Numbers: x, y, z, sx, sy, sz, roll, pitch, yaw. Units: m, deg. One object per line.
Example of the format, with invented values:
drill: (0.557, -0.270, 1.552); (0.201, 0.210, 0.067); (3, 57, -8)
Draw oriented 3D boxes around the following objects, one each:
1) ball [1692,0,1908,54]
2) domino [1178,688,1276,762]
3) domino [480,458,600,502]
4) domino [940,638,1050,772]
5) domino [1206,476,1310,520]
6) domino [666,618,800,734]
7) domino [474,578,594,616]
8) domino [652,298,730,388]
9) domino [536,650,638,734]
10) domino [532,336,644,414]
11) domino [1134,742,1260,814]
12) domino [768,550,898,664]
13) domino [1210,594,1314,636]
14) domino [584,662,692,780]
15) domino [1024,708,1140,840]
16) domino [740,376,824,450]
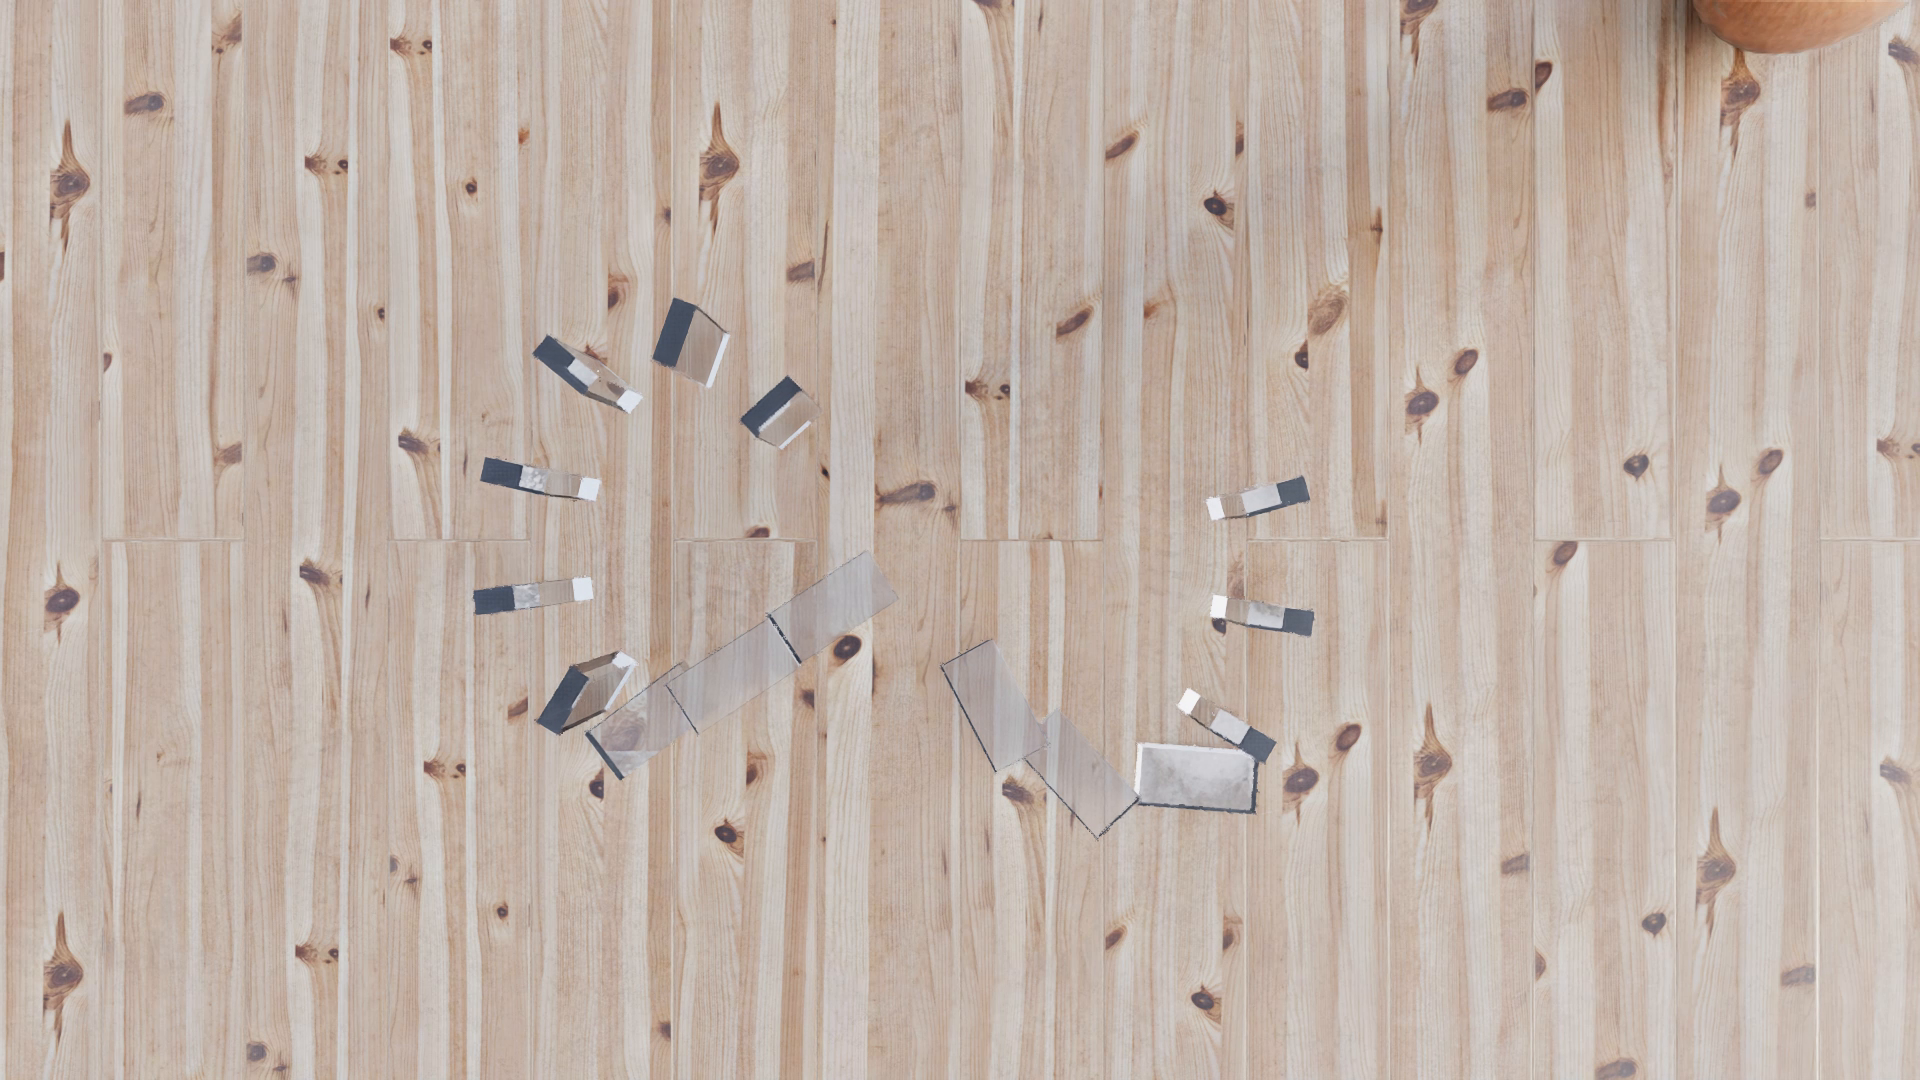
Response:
ball: (0.338, -0.236, 0.360); (0.080, 0.080, 0.080); (0, 90, 0)
domino: (0.108, 0.075, 0.375); (0.025, 0.050, 0.010); (30, 90, 0)
domino: (-0.170, -0.024, 0.375); (0.025, 0.050, 0.010); (13, 90, 0)
domino: (0.015, 0.070, 0.390); (0.025, 0.009, 0.050); (-29, 79, 3)
domino: (0.121, -0.016, 0.375); (0.025, 0.050, 0.009); (-16, 90, 0)
domino: (-0.096, 0.058, 0.390); (0.050, 0.009, 0.025); (-33, 90, -14)
domino: (-0.173, 0.022, 0.375); (0.025, 0.050, 0.010); (-7, 90, 0)
domino: (-0.109, -0.079, 0.375); (0.009, 0.050, 0.025); (19, 90, 0)
domino: (-0.151, 0.061, 0.375); (0.009, 0.050, 0.025); (32, 90, 0)
domino: (-0.151, -0.067, 0.375); (0.025, 0.050, 0.010); (39, 90, 0)
domino: (0.102, 0.103, 0.395); (0.050, 0.010, 0.025); (4, 90, 0)
domino: (-0.054, 0.029, 0.395); (0.050, 0.010, 0.025); (-33, 90, 0)
domino: (0.122, 0.030, 0.375); (0.025, 0.050, 0.010); (8, 90, 0)
domino: (-0.133, 0.078, 0.395); (0.050, 0.009, 0.025); (-37, 90, 0)
domino: (0.050, 0.099, 0.391); (0.025, 0.010, 0.050); (-43, 79, 0)
domino: (-0.072, -0.051, 0.375); (0.025, 0.050, 0.010); (-42, 90, 0)
